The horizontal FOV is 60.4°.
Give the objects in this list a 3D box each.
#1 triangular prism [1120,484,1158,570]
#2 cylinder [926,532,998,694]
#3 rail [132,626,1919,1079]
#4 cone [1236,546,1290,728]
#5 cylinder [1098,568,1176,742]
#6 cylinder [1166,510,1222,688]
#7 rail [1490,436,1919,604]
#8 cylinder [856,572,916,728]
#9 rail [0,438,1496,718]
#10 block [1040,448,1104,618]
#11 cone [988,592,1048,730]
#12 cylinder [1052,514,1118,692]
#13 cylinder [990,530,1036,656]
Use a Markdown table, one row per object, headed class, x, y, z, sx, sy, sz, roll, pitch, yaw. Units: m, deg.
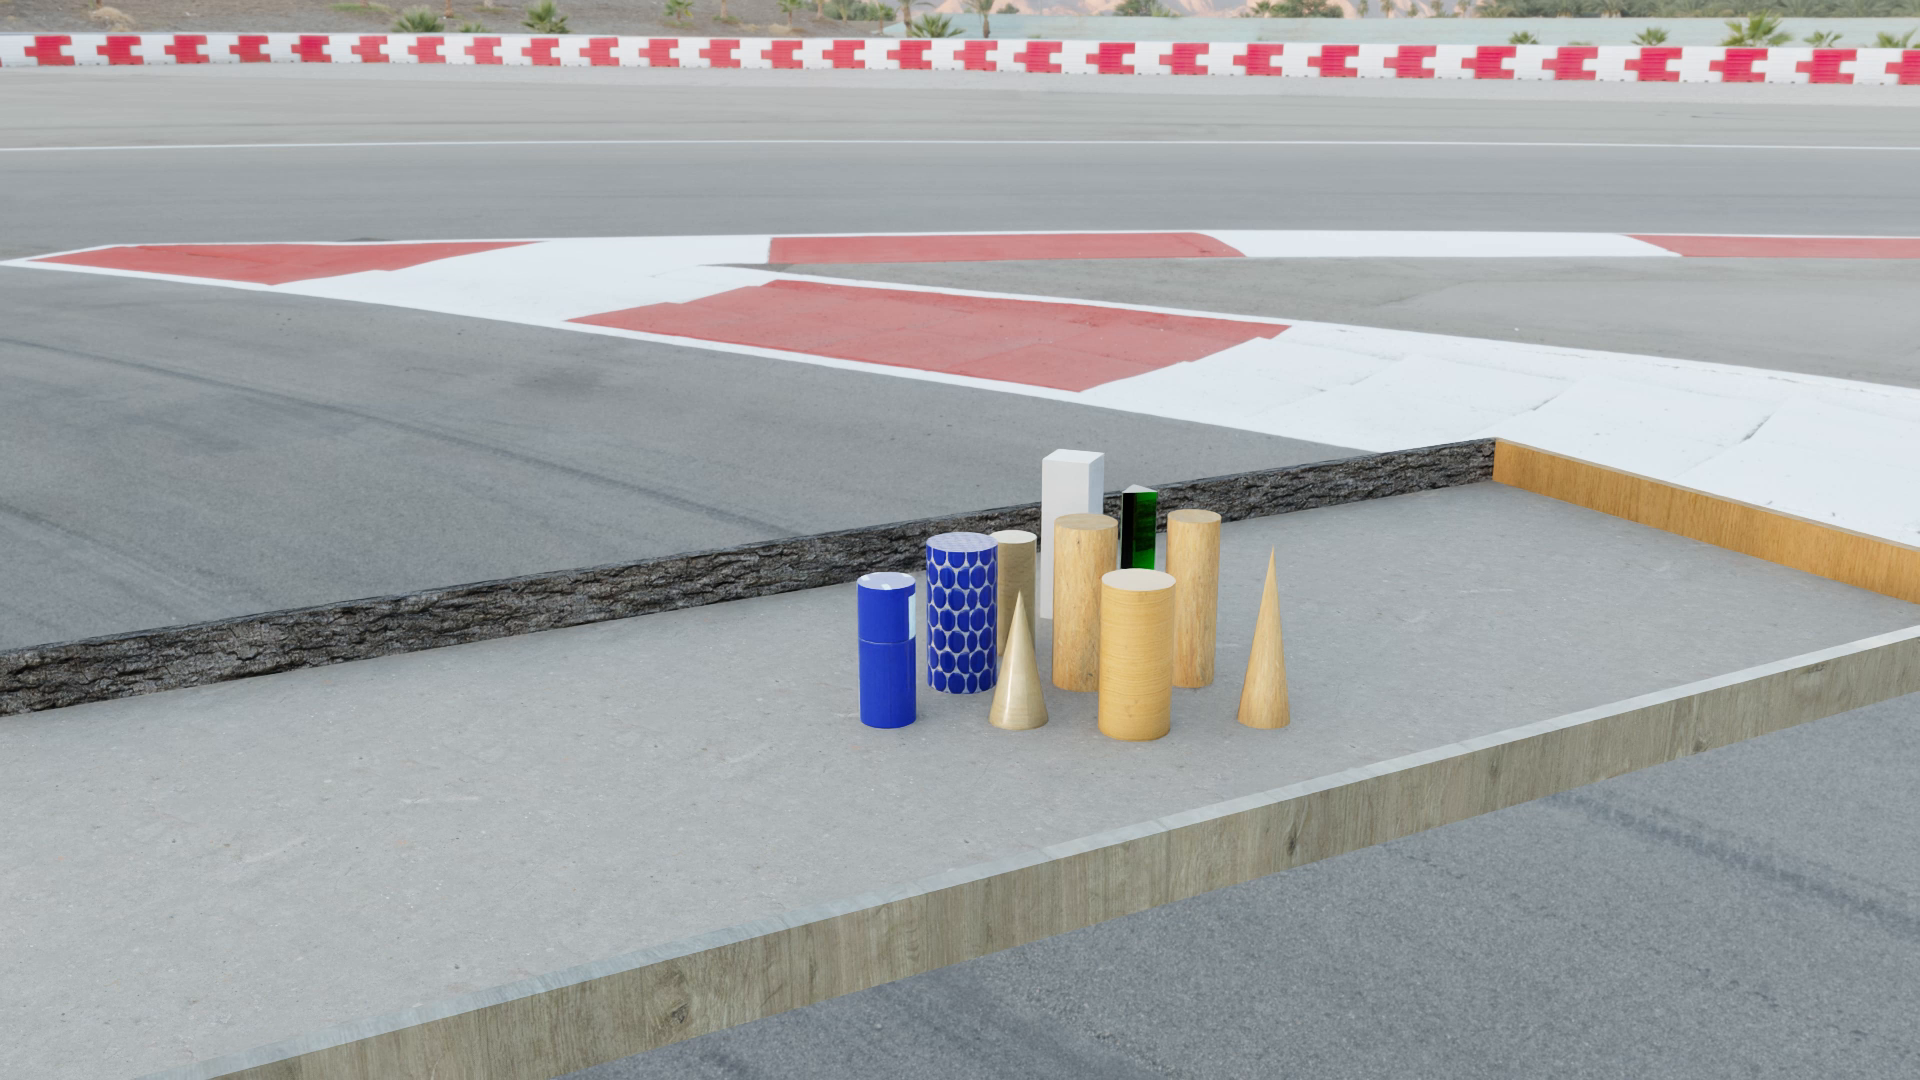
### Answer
| class | x | y | z | sx | sy | sz | roll | pitch | yaw |
| --- | --- | --- | --- | --- | --- | --- | --- | --- | --- |
| triangular prism | 0.460 | 0.072 | 4.349 | 0.092 | 0.430 | 0.079 | -1 | 16 | -5 |
| cylinder | 0.005 | 0.180 | 4.096 | 0.176 | 0.365 | 0.176 | 0 | 16 | 0 |
| rail | -2.336 | 1.006 | 1.665 | 12.000 | 0.150 | 0.050 | -9 | 18 | -27 |
| cone | 0.720 | 0.216 | 3.851 | 0.126 | 0.433 | 0.126 | 0 | 16 | 0 |
| cylinder | 0.407 | 0.264 | 3.811 | 0.169 | 0.363 | 0.169 | 0 | 16 | 0 |
| cylinder | 0.575 | 0.145 | 4.107 | 0.131 | 0.425 | 0.131 | 0 | 16 | 0 |
| rail | 2.466 | -0.048 | 5.253 | 0.050 | 0.150 | 2.100 | -9 | 18 | -27 |
| cylinder | -0.171 | 0.258 | 3.871 | 0.135 | 0.342 | 0.135 | 0 | 16 | 0 |
| rail | -3.305 | 0.497 | 3.399 | 12.000 | 0.150 | 0.050 | -9 | 18 | -27 |
| block | 0.312 | -0.012 | 4.587 | 0.134 | 0.455 | 0.134 | 7 | 18 | 22 |
| cone | 0.139 | 0.268 | 3.867 | 0.144 | 0.325 | 0.144 | 0 | 16 | 0 |
| cylinder | 0.309 | 0.154 | 4.092 | 0.155 | 0.415 | 0.155 | 0 | 16 | 0 |
| cylinder | 0.137 | 0.140 | 4.329 | 0.123 | 0.310 | 0.123 | 0 | 16 | 0 |
